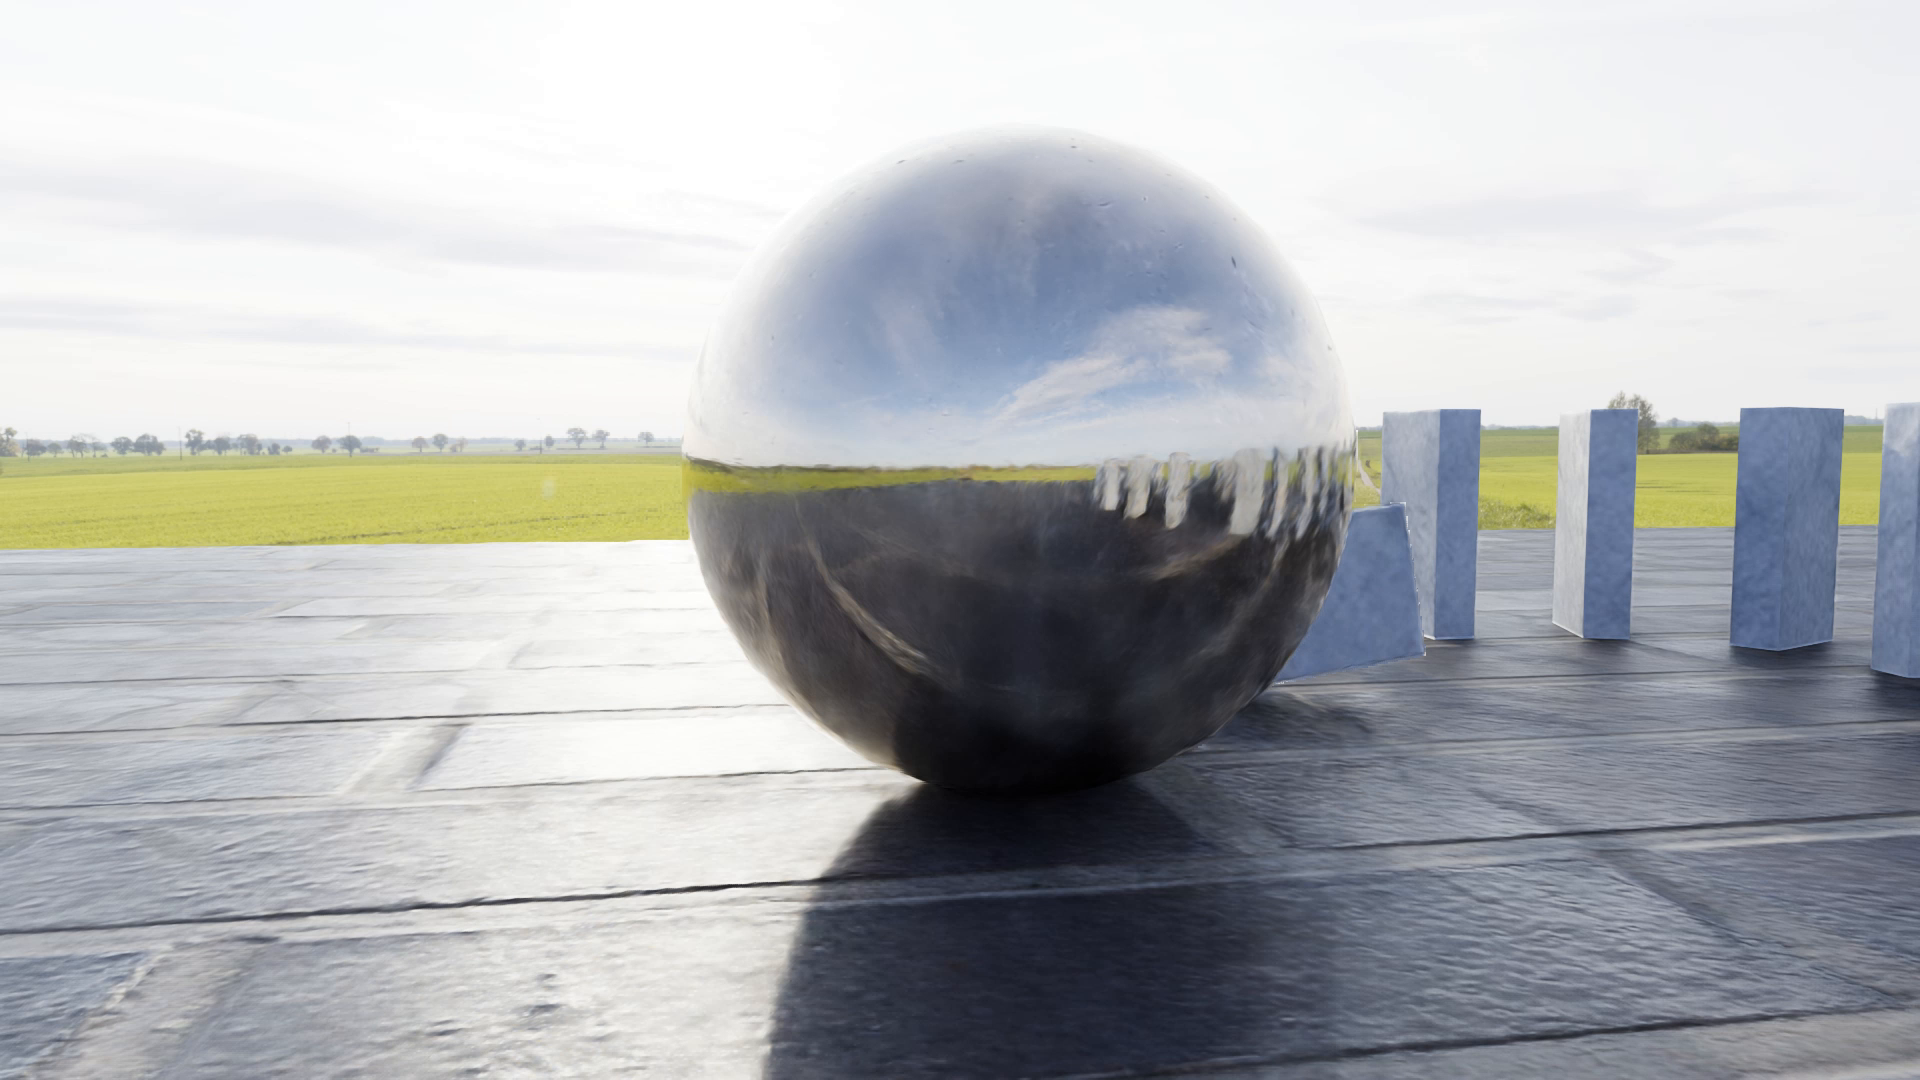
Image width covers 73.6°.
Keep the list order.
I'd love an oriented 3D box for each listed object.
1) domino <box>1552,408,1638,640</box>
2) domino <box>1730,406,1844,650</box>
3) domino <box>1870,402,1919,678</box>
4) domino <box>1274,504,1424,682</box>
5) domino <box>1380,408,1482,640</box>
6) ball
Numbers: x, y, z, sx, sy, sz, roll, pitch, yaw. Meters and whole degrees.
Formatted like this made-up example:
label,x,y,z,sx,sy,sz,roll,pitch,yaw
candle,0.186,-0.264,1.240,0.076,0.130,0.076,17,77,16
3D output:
label,x,y,z,sx,sy,sz,roll,pitch,yaw
domino,0.144,-0.004,0.291,0.010,0.050,0.025,1,4,11
domino,0.176,-0.003,0.273,0.025,0.050,0.009,-3,5,-34
domino,0.185,0.000,0.237,0.025,0.050,0.009,0,4,0
domino,0.050,0.010,0.212,0.050,0.025,0.010,-9,2,-11
domino,0.106,-0.004,0.291,0.009,0.050,0.025,-1,4,-10
ball,0.007,-0.009,0.157,0.080,0.080,0.080,0,4,0
